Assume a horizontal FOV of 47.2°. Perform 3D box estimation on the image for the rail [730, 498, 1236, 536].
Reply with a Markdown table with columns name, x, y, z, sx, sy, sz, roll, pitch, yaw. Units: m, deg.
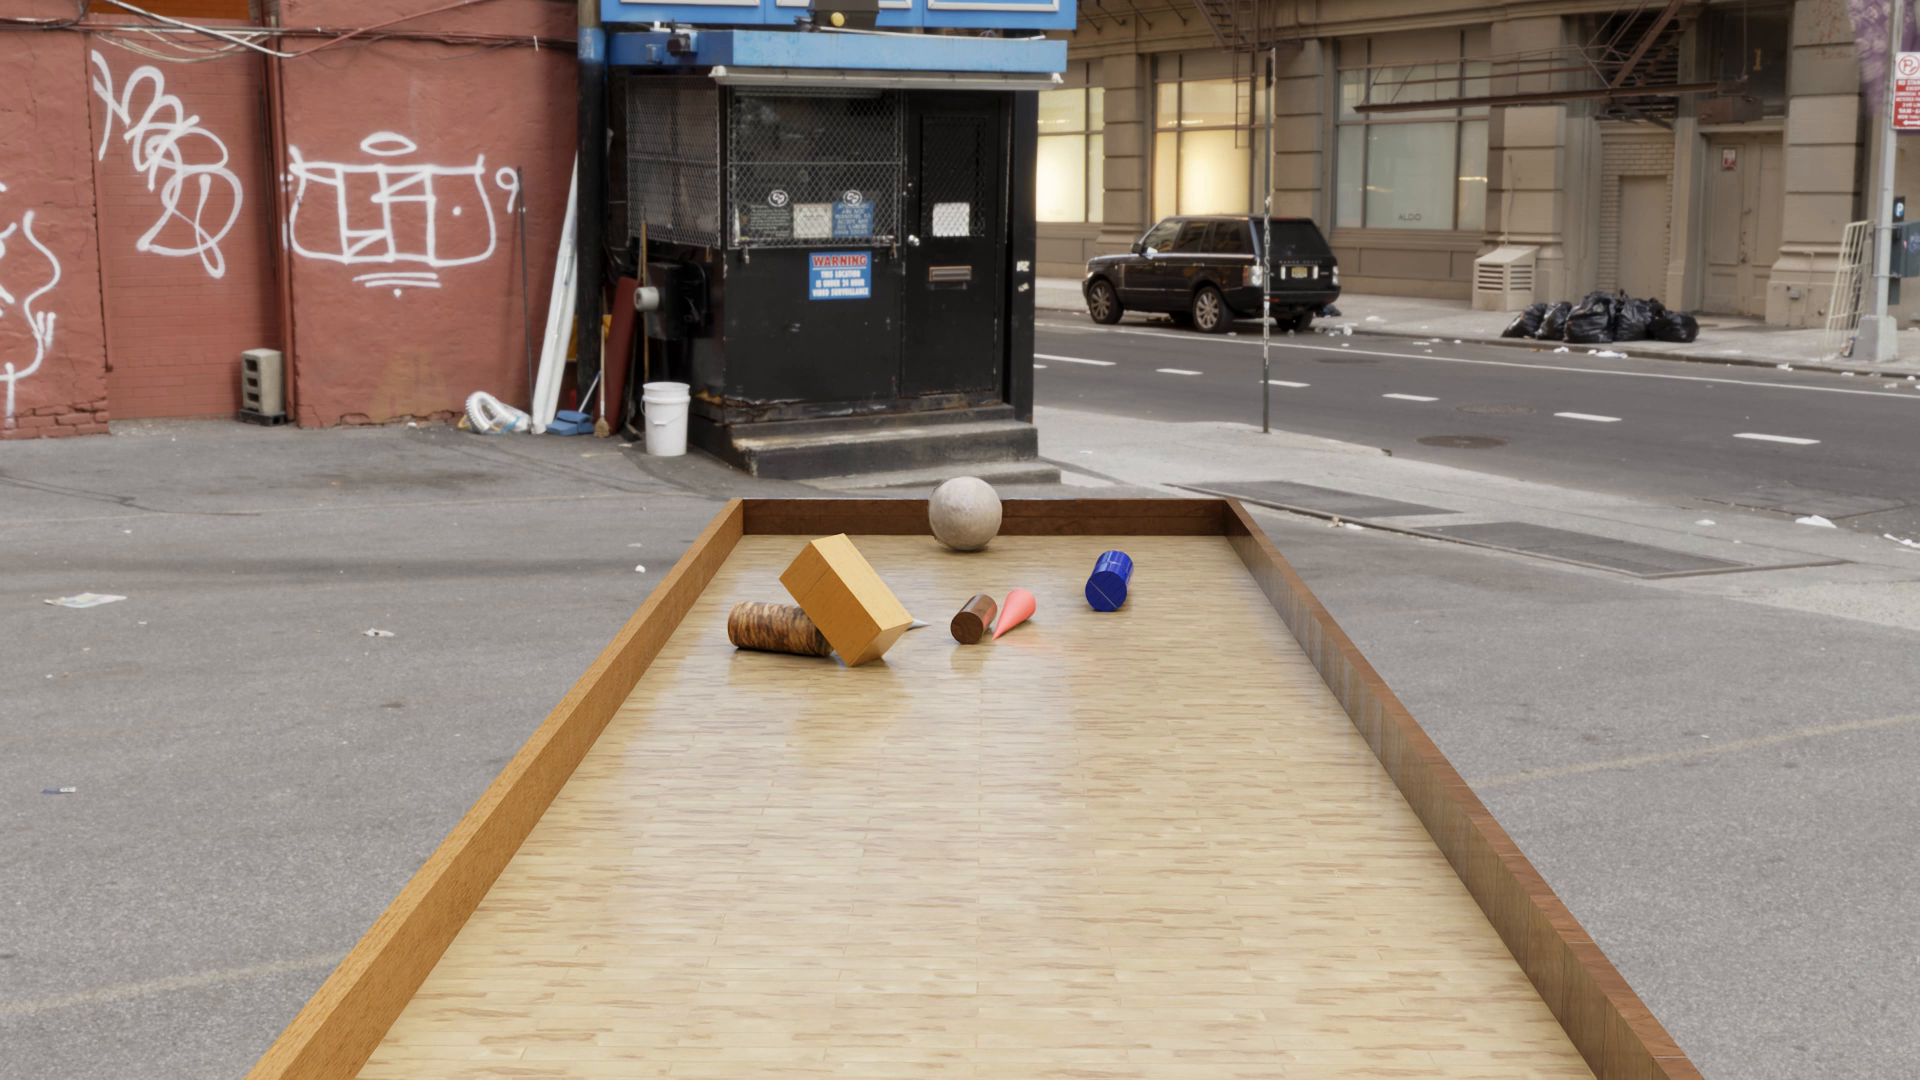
| name | x | y | z | sx | sy | sz | roll | pitch | yaw |
| --- | --- | --- | --- | --- | --- | --- | --- | --- | --- |
| rail | 0.099 | -0.098 | 9.147 | 2.100 | 0.150 | 0.050 | 0 | 9 | 1 |

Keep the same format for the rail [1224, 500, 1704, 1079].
| name | x | y | z | sx | sy | sz | roll | pitch | yaw |
| --- | --- | --- | --- | --- | --- | --- | --- | --- | --- |
| rail | 1.046 | 0.843 | 3.208 | 0.050 | 0.150 | 12.000 | 0 | 9 | 1 |

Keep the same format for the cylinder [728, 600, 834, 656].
| name | x | y | z | sx | sy | sz | roll | pitch | yaw |
| --- | --- | --- | --- | --- | --- | --- | --- | --- | --- |
| cylinder | -0.548 | 0.273 | 6.820 | 0.316 | 0.146 | 0.146 | 4 | 10 | 26 |

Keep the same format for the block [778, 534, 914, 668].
| name | x | y | z | sx | sy | sz | roll | pitch | yaw |
| --- | --- | --- | --- | --- | --- | --- | --- | --- | --- |
| block | -0.345 | 0.181 | 6.674 | 0.357 | 0.175 | 0.175 | 50 | 29 | 16 |

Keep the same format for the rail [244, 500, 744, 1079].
| name | x | y | z | sx | sy | sz | roll | pitch | yaw |
| --- | --- | --- | --- | --- | --- | --- | --- | --- | --- |
| rail | -1.004 | 0.839 | 3.234 | 0.050 | 0.150 | 12.000 | 0 | 9 | 1 |

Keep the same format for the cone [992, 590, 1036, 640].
| name | x | y | z | sx | sy | sz | roll | pitch | yaw |
| --- | --- | --- | --- | --- | --- | --- | --- | --- | --- |
| cone | 0.152 | 0.267 | 7.158 | 0.106 | 0.106 | 0.371 | 3 | 18 | 16 |

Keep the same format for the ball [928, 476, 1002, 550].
| name | x | y | z | sx | sy | sz | roll | pitch | yaw |
| --- | --- | --- | --- | --- | --- | --- | --- | --- | --- |
| ball | 0.021 | -0.106 | 8.736 | 0.296 | 0.296 | 0.296 | 0 | 9 | 0 |

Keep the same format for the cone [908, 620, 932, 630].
| name | x | y | z | sx | sy | sz | roll | pitch | yaw |
| --- | --- | --- | --- | --- | --- | --- | --- | --- | --- |
| cone | -0.253 | 0.264 | 7.093 | 0.452 | 0.161 | 0.161 | 5 | 3 | -43 |

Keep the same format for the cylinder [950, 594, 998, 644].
| name | x | y | z | sx | sy | sz | roll | pitch | yaw |
| --- | --- | --- | --- | --- | --- | --- | --- | --- | --- |
| cylinder | 0.046 | 0.253 | 7.073 | 0.105 | 0.105 | 0.310 | 1 | 9 | 9 |

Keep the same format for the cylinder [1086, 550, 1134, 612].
| name | x | y | z | sx | sy | sz | roll | pitch | yaw |
| --- | --- | --- | --- | --- | --- | --- | --- | --- | --- |
| cylinder | 0.524 | 0.140 | 7.671 | 0.142 | 0.142 | 0.436 | 1 | 9 | 8 |
